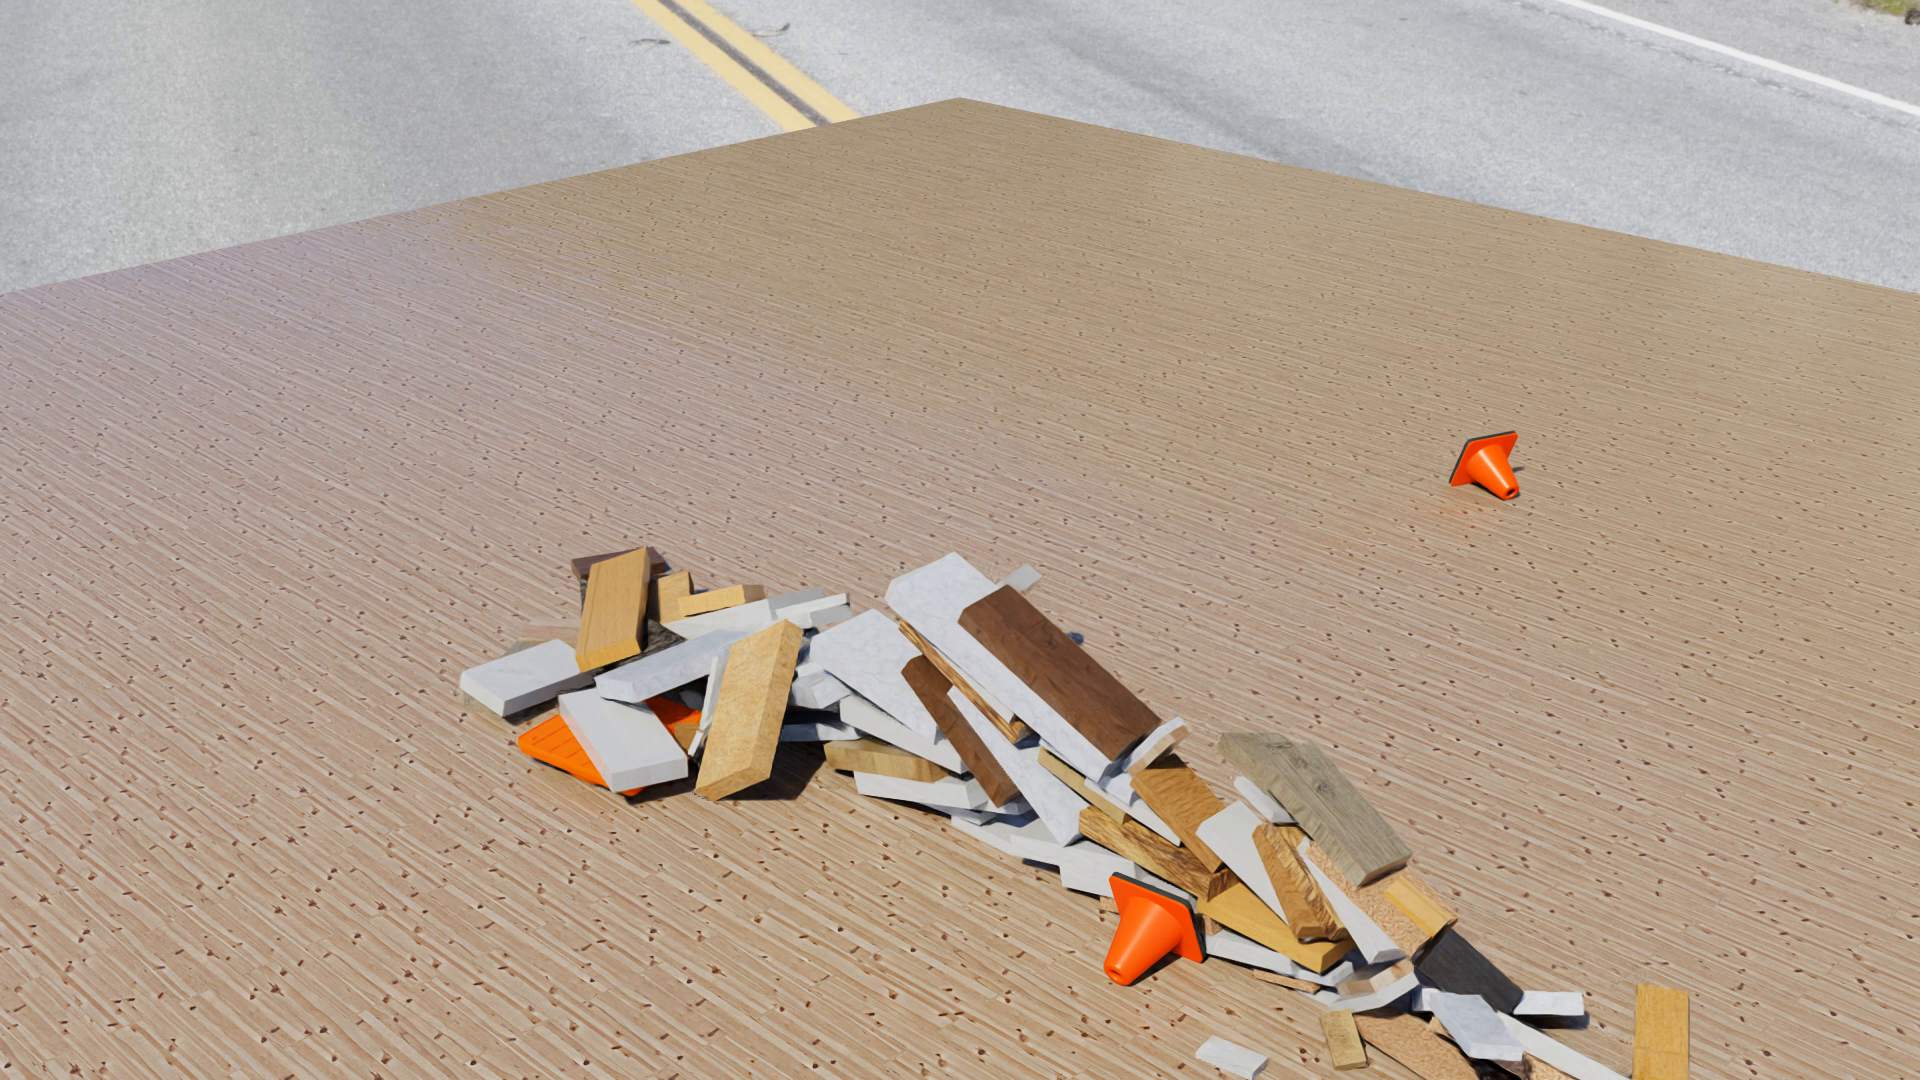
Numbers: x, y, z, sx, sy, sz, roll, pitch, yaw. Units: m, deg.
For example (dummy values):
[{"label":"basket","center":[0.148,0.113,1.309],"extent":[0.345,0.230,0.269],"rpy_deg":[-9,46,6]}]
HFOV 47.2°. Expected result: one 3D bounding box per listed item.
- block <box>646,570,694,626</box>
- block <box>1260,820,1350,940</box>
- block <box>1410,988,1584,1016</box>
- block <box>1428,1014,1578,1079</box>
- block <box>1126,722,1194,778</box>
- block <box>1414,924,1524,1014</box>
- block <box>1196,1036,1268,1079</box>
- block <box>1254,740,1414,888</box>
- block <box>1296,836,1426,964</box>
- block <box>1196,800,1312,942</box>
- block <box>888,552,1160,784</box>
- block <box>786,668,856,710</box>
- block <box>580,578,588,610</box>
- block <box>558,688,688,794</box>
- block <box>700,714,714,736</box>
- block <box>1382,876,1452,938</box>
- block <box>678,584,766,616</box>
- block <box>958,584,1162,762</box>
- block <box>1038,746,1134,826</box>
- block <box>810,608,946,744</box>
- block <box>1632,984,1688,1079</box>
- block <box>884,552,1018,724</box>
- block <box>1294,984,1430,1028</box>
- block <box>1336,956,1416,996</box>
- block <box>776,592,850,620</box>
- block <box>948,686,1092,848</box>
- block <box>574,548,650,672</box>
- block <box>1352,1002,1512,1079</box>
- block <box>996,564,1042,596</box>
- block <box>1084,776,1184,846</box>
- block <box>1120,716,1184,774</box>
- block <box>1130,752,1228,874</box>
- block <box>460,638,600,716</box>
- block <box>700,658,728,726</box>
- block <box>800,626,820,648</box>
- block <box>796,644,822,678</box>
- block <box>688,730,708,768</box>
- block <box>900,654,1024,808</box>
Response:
[{"label":"block","center":[-0.712,0.173,5.249],"extent":[0.152,0.043,0.303],"rpy_deg":[-17,24,-1]},{"label":"block","center":[0.637,0.577,3.820],"extent":[0.124,0.035,0.248],"rpy_deg":[-4,46,-30]},{"label":"block","center":[0.915,0.790,3.762],"extent":[0.266,0.038,0.133],"rpy_deg":[1,-12,2]},{"label":"block","center":[0.988,0.886,3.532],"extent":[0.492,0.038,0.133],"rpy_deg":[24,-4,44]},{"label":"block","center":[0.362,0.382,3.978],"extent":[0.067,0.133,0.019],"rpy_deg":[-23,71,-42]},{"label":"block","center":[0.849,0.731,3.669],"extent":[0.173,0.086,0.024],"rpy_deg":[41,-4,-8]},{"label":"block","center":[0.457,0.869,3.693],"extent":[0.107,0.015,0.054],"rpy_deg":[16,28,33]},{"label":"block","center":[0.639,0.466,3.764],"extent":[0.133,0.038,0.265],"rpy_deg":[-14,53,-42]},{"label":"block","center":[0.692,0.605,3.758],"extent":[0.124,0.035,0.248],"rpy_deg":[-4,46,-30]},{"label":"block","center":[0.551,0.581,3.877],"extent":[0.111,0.031,0.274],"rpy_deg":[-22,57,-42]},{"label":"block","center":[0.118,0.231,4.105],"extent":[0.526,0.051,0.179],"rpy_deg":[40,42,19]},{"label":"block","center":[-0.326,0.284,4.669],"extent":[0.176,0.050,0.447],"rpy_deg":[-27,12,-26]},{"label":"block","center":[-0.871,0.148,5.374],"extent":[0.108,0.030,0.215],"rpy_deg":[-4,23,-10]},{"label":"block","center":[-0.705,0.407,4.589],"extent":[0.160,0.045,0.357],"rpy_deg":[-10,27,-25]},{"label":"block","center":[-0.501,0.415,4.629],"extent":[0.054,0.107,0.015],"rpy_deg":[-44,37,-19]},{"label":"block","center":[0.766,0.615,3.687],"extent":[0.107,0.015,0.054],"rpy_deg":[40,42,20]},{"label":"block","center":[-0.556,0.143,5.174],"extent":[0.152,0.043,0.303],"rpy_deg":[-12,-2,4]},{"label":"block","center":[0.182,0.242,4.055],"extent":[0.398,0.038,0.133],"rpy_deg":[41,43,20]},{"label":"block","center":[0.263,0.443,4.123],"extent":[0.111,0.031,0.221],"rpy_deg":[-21,43,-40]},{"label":"block","center":[-0.115,0.269,4.401],"extent":[0.353,0.050,0.176],"rpy_deg":[32,39,32]},{"label":"block","center":[1.191,0.845,3.737],"extent":[0.086,0.024,0.270],"rpy_deg":[7,24,16]},{"label":"block","center":[0.041,0.183,4.202],"extent":[0.179,0.051,0.358],"rpy_deg":[-23,58,-42]},{"label":"block","center":[0.700,0.814,3.824],"extent":[0.248,0.015,0.053],"rpy_deg":[20,30,39]},{"label":"block","center":[0.709,0.747,3.767],"extent":[0.082,0.023,0.164],"rpy_deg":[-25,-7,-16]},{"label":"block","center":[-0.319,0.144,4.791],"extent":[0.155,0.022,0.077],"rpy_deg":[-13,-1,3]},{"label":"block","center":[0.152,0.399,4.211],"extent":[0.165,0.047,0.373],"rpy_deg":[-22,66,-41]},{"label":"block","center":[-0.809,0.156,5.158],"extent":[0.141,0.040,0.613],"rpy_deg":[-18,20,0]},{"label":"block","center":[0.792,0.864,3.669],"extent":[0.082,0.023,0.323],"rpy_deg":[-23,34,-34]},{"label":"block","center":[0.042,0.197,4.906],"extent":[0.045,0.320,0.160],"rpy_deg":[44,26,8]},{"label":"block","center":[0.350,0.472,4.042],"extent":[0.221,0.031,0.111],"rpy_deg":[31,37,30]},{"label":"block","center":[0.349,0.371,3.990],"extent":[0.067,0.133,0.019],"rpy_deg":[-23,71,-42]},{"label":"block","center":[0.420,0.491,3.964],"extent":[0.111,0.031,0.222],"rpy_deg":[-22,60,-42]},{"label":"block","center":[-0.953,0.303,4.883],"extent":[0.141,0.040,0.283],"rpy_deg":[29,29,29]},{"label":"block","center":[-0.501,0.334,4.665],"extent":[0.077,0.155,0.022],"rpy_deg":[20,-18,-36]},{"label":"block","center":[-0.429,0.247,4.821],"extent":[0.234,0.033,0.117],"rpy_deg":[-14,13,34]},{"label":"block","center":[-0.309,0.246,4.629],"extent":[0.076,0.021,0.177],"rpy_deg":[-22,11,-2]},{"label":"block","center":[-0.532,0.443,4.567],"extent":[0.015,0.107,0.054],"rpy_deg":[13,67,22]},{"label":"block","center":[0.046,0.348,4.261],"extent":[0.165,0.047,0.330],"rpy_deg":[-21,66,-40]}]
